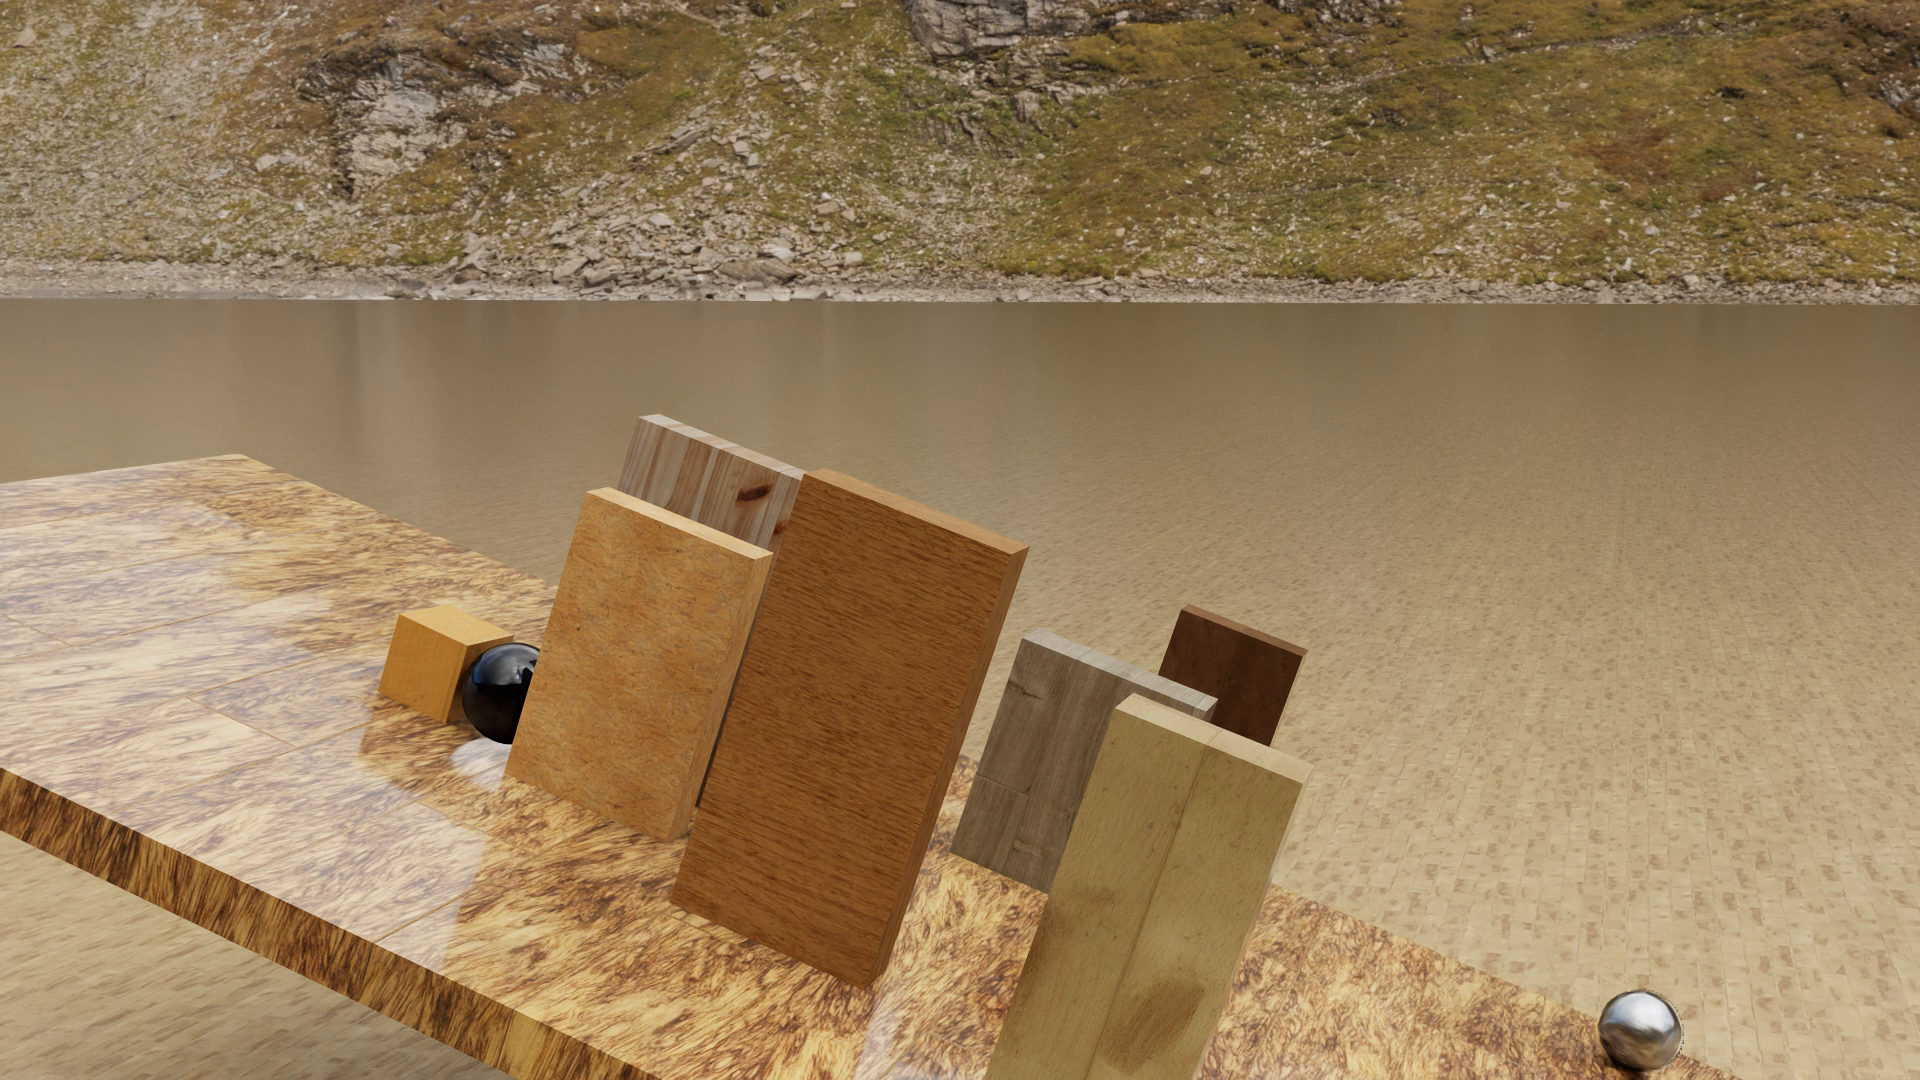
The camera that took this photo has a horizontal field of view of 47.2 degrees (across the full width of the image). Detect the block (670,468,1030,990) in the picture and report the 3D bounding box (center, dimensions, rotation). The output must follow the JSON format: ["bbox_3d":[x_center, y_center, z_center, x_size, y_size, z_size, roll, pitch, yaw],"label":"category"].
[{"bbox_3d":[-0.194,0.320,3.742,0.378,0.797,0.115,21,12,14],"label":"block"}]

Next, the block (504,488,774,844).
[{"bbox_3d":[-0.600,0.231,4.087,0.349,0.568,0.093,21,12,14],"label":"block"}]

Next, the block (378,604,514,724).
[{"bbox_3d":[-1.021,0.244,4.374,0.165,0.165,0.165,22,13,18],"label":"block"}]

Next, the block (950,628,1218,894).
[{"bbox_3d":[0.249,0.479,4.460,0.395,0.477,0.130,21,12,14],"label":"block"}]

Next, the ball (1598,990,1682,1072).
[{"bbox_3d":[1.403,1.013,4.539,0.164,0.164,0.164,0,7,0],"label":"ball"}]

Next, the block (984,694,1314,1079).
[{"bbox_3d":[0.263,0.619,3.284,0.289,0.713,0.122,21,12,14],"label":"block"}]

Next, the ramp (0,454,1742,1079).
[{"bbox_3d":[-0.347,0.646,4.219,4.000,0.100,2.000,21,12,14],"label":"ramp"}]

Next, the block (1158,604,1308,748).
[{"bbox_3d":[0.539,0.449,4.865,0.283,0.544,0.086,21,12,14],"label":"block"}]

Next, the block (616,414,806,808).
[{"bbox_3d":[-0.523,0.148,4.294,0.414,0.683,0.094,21,12,14],"label":"block"}]

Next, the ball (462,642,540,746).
[{"bbox_3d":[-0.867,0.298,4.277,0.200,0.200,0.200,0,7,0],"label":"ball"}]
